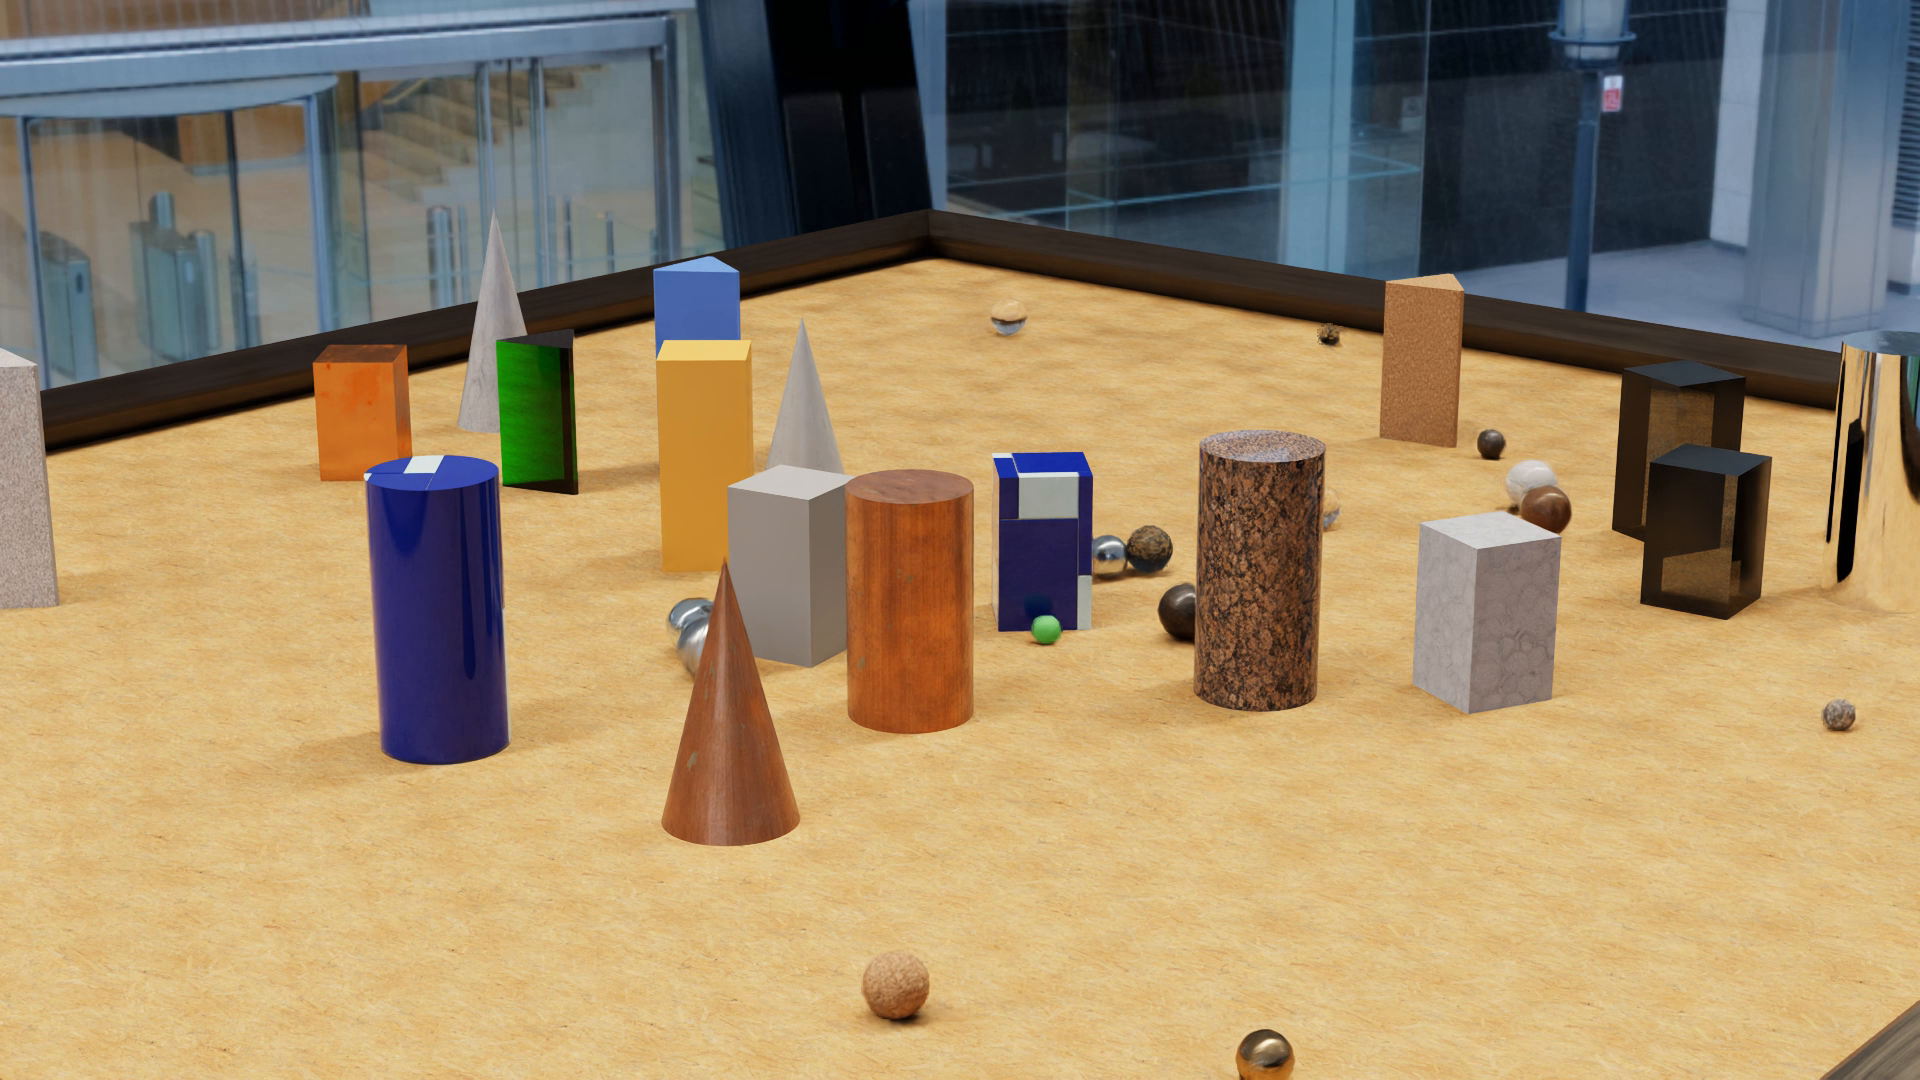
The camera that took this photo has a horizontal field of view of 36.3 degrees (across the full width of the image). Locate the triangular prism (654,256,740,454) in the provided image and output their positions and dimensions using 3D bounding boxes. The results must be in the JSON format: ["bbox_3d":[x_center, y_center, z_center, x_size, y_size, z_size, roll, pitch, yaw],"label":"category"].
[{"bbox_3d":[-0.512,-0.353,5.906,0.170,0.413,0.147,2,17,6],"label":"triangular prism"}]

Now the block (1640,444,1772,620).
[{"bbox_3d":[1.288,-0.016,5.064,0.157,0.254,0.157,12,20,34],"label":"block"}]

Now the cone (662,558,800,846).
[{"bbox_3d":[-0.323,0.209,4.085,0.196,0.388,0.196,0,17,0],"label":"cone"}]

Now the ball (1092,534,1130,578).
[{"bbox_3d":[0.263,0.029,5.222,0.076,0.076,0.076,0,17,0],"label":"ball"}]

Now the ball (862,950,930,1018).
[{"bbox_3d":[-0.076,0.535,3.533,0.082,0.082,0.082,0,17,0],"label":"ball"}]

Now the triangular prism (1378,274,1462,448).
[{"bbox_3d":[0.992,-0.381,6.138,0.170,0.332,0.147,10,19,29],"label":"triangular prism"}]

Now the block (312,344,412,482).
[{"bbox_3d":[-1.196,-0.256,5.879,0.157,0.242,0.157,0,17,0],"label":"block"}]

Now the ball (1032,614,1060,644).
[{"bbox_3d":[0.143,0.148,4.874,0.049,0.049,0.049,0,17,0],"label":"ball"}]

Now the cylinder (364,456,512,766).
[{"bbox_3d":[-0.777,0.103,4.375,0.196,0.423,0.196,0,17,0],"label":"cylinder"}]

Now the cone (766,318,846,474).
[{"bbox_3d":[-0.296,-0.234,5.553,0.196,0.389,0.196,0,17,0],"label":"cone"}]

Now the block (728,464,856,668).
[{"bbox_3d":[-0.270,0.041,4.821,0.157,0.284,0.157,9,19,29],"label":"block"}]

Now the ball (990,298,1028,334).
[{"bbox_3d":[0.118,-0.541,7.092,0.089,0.089,0.089,0,17,0],"label":"ball"}]

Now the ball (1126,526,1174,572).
[{"bbox_3d":[0.339,0.016,5.249,0.085,0.085,0.085,0,17,0],"label":"ball"}]

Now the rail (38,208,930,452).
[{"bbox_3d":[-1.534,-0.353,6.395,0.045,0.127,4.469,14,22,39],"label":"rail"}]

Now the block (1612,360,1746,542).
[{"bbox_3d":[1.331,-0.159,5.437,0.157,0.311,0.157,-8,19,-26],"label":"block"}]

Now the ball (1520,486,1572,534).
[{"bbox_3d":[1.092,-0.054,5.464,0.096,0.096,0.096,0,17,0],"label":"ball"}]

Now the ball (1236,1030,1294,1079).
[{"bbox_3d":[0.350,0.595,3.360,0.068,0.068,0.068,0,17,0],"label":"ball"}]

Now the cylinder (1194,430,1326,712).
[{"bbox_3d":[0.469,0.047,4.599,0.196,0.402,0.196,0,17,0],"label":"cylinder"}]

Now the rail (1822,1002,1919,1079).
[{"bbox_3d":[1.534,0.416,3.845,0.045,0.127,4.469,14,22,39],"label":"rail"}]

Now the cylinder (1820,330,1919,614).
[{"bbox_3d":[1.604,-0.118,5.059,0.196,0.453,0.196,0,17,0],"label":"cylinder"}]

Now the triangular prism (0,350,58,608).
[{"bbox_3d":[-1.655,-0.108,5.067,0.170,0.427,0.147,-3,17,-9],"label":"triangular prism"}]

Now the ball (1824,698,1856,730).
[{"bbox_3d":[1.345,0.267,4.483,0.048,0.048,0.048,0,17,0],"label":"ball"}]

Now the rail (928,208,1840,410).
[{"bbox_3d":[1.449,-0.450,6.718,4.111,0.127,0.045,14,22,39],"label":"rail"}]

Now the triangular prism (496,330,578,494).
[{"bbox_3d":[-0.799,-0.258,5.797,0.170,0.294,0.147,7,18,22],"label":"triangular prism"}]

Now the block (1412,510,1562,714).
[{"bbox_3d":[0.827,0.112,4.613,0.157,0.269,0.157,-8,18,-24],"label":"block"}]

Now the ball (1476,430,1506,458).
[{"bbox_3d":[1.087,-0.198,6.005,0.058,0.058,0.058,0,17,0],"label":"ball"}]

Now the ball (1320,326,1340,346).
[{"bbox_3d":[0.879,-0.485,6.975,0.048,0.048,0.048,0,17,0],"label":"ball"}]

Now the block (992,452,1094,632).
[{"bbox_3d":[0.138,0.002,4.979,0.157,0.269,0.157,-1,17,-4],"label":"block"}]

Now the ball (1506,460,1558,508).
[{"bbox_3d":[1.097,-0.105,5.630,0.098,0.098,0.098,0,17,0],"label":"ball"}]

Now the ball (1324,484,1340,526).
[{"bbox_3d":[0.674,-0.065,5.520,0.084,0.084,0.084,0,17,0],"label":"ball"}]

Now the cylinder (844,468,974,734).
[{"bbox_3d":[-0.077,0.093,4.510,0.196,0.365,0.196,0,17,0],"label":"cylinder"}]

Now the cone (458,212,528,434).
[{"bbox_3d":[-0.979,-0.476,6.223,0.196,0.466,0.196,0,17,0],"label":"cone"}]

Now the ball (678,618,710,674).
[{"bbox_3d":[-0.405,0.173,4.711,0.097,0.097,0.097,0,17,0],"label":"ball"}]

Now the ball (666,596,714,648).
[{"bbox_3d":[-0.434,0.140,4.819,0.096,0.096,0.096,0,17,0],"label":"ball"}]

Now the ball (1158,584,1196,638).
[{"bbox_3d":[0.377,0.119,4.897,0.092,0.092,0.092,0,17,0],"label":"ball"}]

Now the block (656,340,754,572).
[{"bbox_3d":[-0.455,-0.152,5.278,0.157,0.390,0.157,0,17,0],"label":"block"}]

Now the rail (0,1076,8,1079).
[{"bbox_3d":[-1.449,0.514,3.522,4.111,0.127,0.045,14,22,39],"label":"rail"}]
